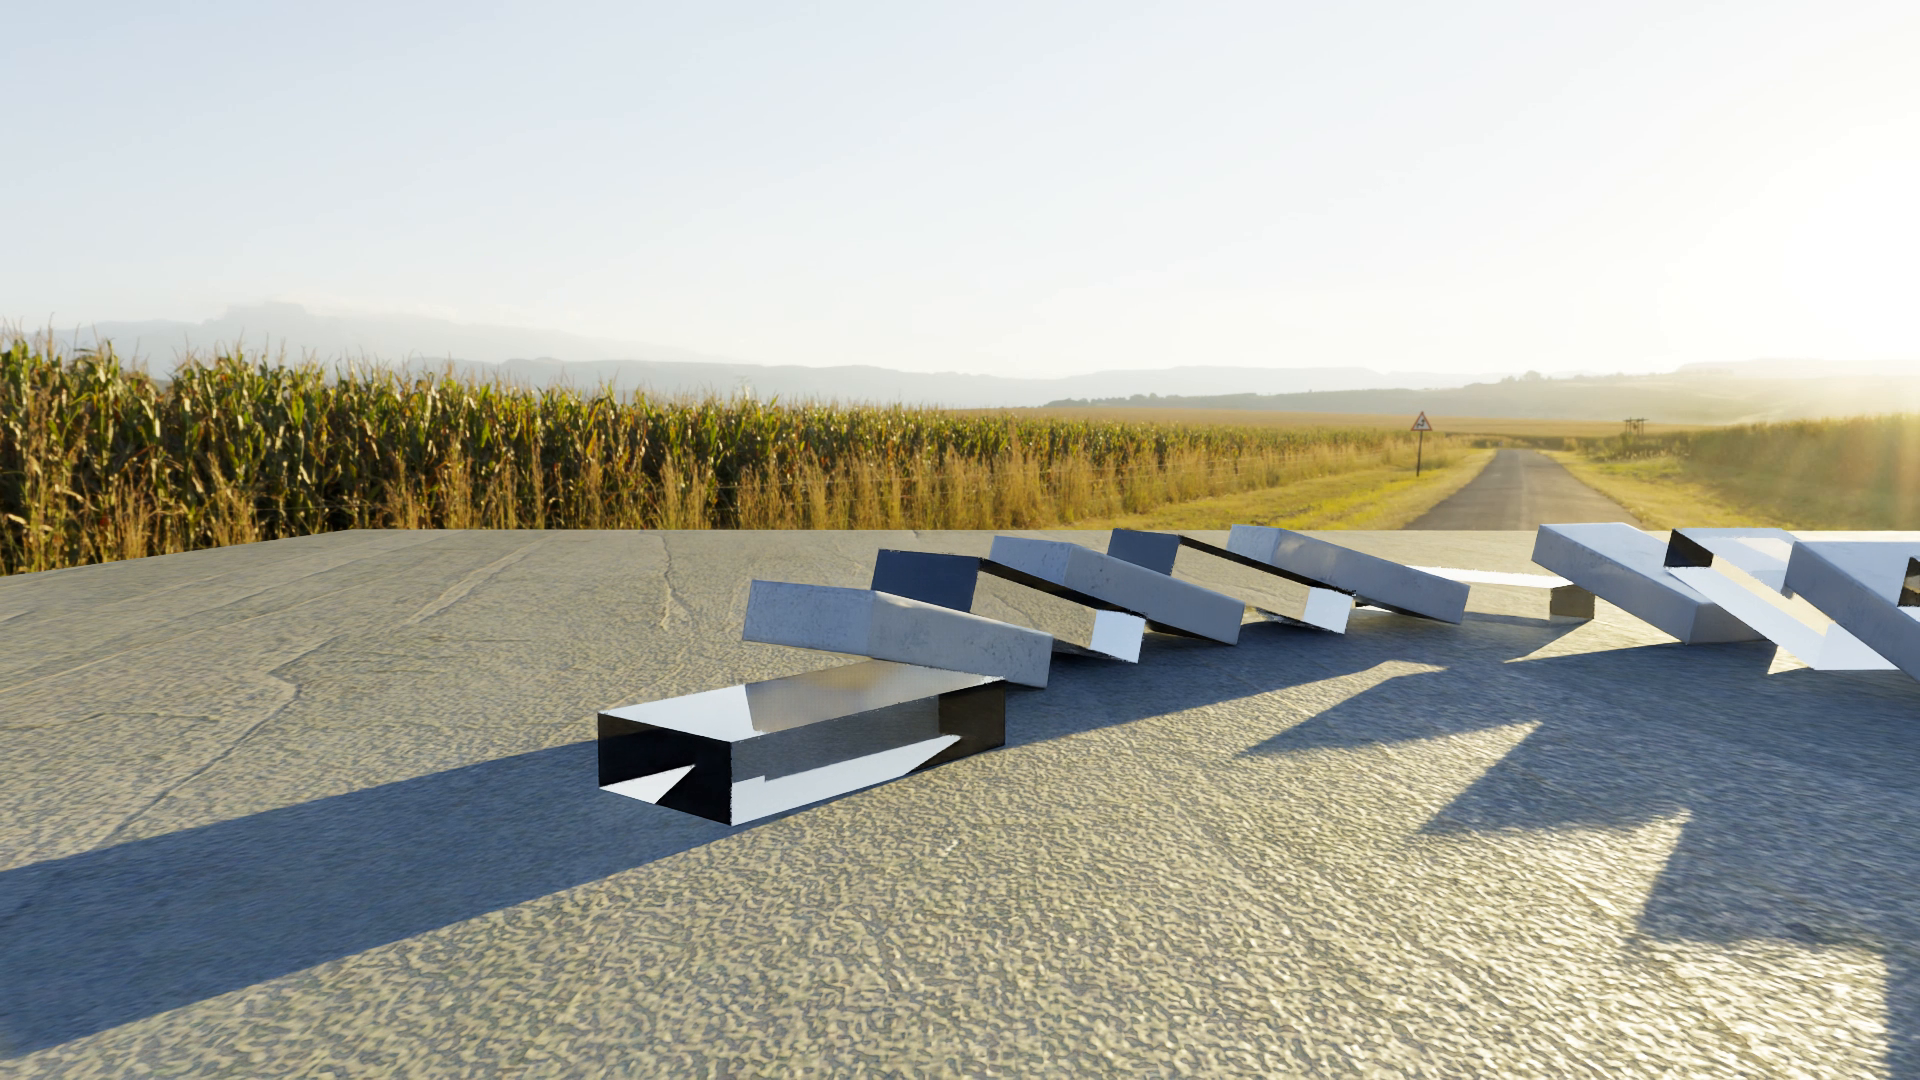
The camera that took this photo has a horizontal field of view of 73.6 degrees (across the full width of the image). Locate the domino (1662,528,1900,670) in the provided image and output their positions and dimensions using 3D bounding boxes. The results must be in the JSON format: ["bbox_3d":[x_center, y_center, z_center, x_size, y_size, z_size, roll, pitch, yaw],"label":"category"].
[{"bbox_3d":[0.172,0.011,0.264,0.025,0.010,0.050,0,21,-4],"label":"domino"}]

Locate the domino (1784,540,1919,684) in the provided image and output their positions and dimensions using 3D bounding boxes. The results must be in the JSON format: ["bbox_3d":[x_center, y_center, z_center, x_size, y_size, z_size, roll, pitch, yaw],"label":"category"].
[{"bbox_3d":[0.175,0.014,0.230,0.025,0.010,0.050,0,21,3],"label":"domino"}]

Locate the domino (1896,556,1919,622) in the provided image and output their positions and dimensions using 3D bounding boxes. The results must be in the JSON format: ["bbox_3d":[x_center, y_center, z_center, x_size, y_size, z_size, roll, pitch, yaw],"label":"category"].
[{"bbox_3d":[0.173,0.016,0.196,0.025,0.009,0.050,0,21,4],"label":"domino"}]

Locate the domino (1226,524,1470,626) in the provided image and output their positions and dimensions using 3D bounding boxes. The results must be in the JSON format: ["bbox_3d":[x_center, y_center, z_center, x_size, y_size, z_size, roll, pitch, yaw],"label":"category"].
[{"bbox_3d":[0.091,0.008,0.303,0.050,0.010,0.025,16,-1,-13],"label":"domino"}]

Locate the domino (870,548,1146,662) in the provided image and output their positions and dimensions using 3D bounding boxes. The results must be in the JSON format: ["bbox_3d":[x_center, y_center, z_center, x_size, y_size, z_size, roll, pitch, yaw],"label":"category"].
[{"bbox_3d":[0.010,0.013,0.241,0.025,0.009,0.050,4,-11,43],"label":"domino"}]

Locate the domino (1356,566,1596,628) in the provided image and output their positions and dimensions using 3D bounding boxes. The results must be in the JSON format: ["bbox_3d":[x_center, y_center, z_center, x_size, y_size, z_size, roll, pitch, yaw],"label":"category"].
[{"bbox_3d":[0.128,0.014,0.322,0.025,0.010,0.050,-4,6,-41],"label":"domino"}]

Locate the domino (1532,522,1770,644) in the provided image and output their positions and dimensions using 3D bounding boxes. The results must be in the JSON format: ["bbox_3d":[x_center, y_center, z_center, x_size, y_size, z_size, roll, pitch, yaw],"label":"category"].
[{"bbox_3d":[0.160,0.009,0.296,0.025,0.010,0.050,-1,20,-16],"label":"domino"}]

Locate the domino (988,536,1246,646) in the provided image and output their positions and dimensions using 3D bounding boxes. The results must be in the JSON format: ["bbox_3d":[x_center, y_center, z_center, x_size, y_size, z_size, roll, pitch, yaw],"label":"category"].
[{"bbox_3d":[0.033,0.011,0.267,0.050,0.009,0.025,18,-7,-34],"label":"domino"}]

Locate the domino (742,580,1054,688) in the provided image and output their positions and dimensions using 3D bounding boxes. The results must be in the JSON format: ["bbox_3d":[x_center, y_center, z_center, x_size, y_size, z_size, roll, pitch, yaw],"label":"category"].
[{"bbox_3d":[-0.009,0.016,0.211,0.025,0.010,0.050,3,-9,36],"label":"domino"}]

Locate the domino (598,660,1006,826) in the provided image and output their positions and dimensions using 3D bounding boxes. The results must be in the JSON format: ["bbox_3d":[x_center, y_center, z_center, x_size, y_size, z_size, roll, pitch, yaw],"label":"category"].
[{"bbox_3d":[-0.019,0.025,0.170,0.025,0.009,0.050,4,6,39],"label":"domino"}]

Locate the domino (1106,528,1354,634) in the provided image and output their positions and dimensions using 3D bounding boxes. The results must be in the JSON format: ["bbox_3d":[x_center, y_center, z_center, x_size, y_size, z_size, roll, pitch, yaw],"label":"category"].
[{"bbox_3d":[0.060,0.009,0.287,0.050,0.010,0.025,17,-4,-27],"label":"domino"}]
